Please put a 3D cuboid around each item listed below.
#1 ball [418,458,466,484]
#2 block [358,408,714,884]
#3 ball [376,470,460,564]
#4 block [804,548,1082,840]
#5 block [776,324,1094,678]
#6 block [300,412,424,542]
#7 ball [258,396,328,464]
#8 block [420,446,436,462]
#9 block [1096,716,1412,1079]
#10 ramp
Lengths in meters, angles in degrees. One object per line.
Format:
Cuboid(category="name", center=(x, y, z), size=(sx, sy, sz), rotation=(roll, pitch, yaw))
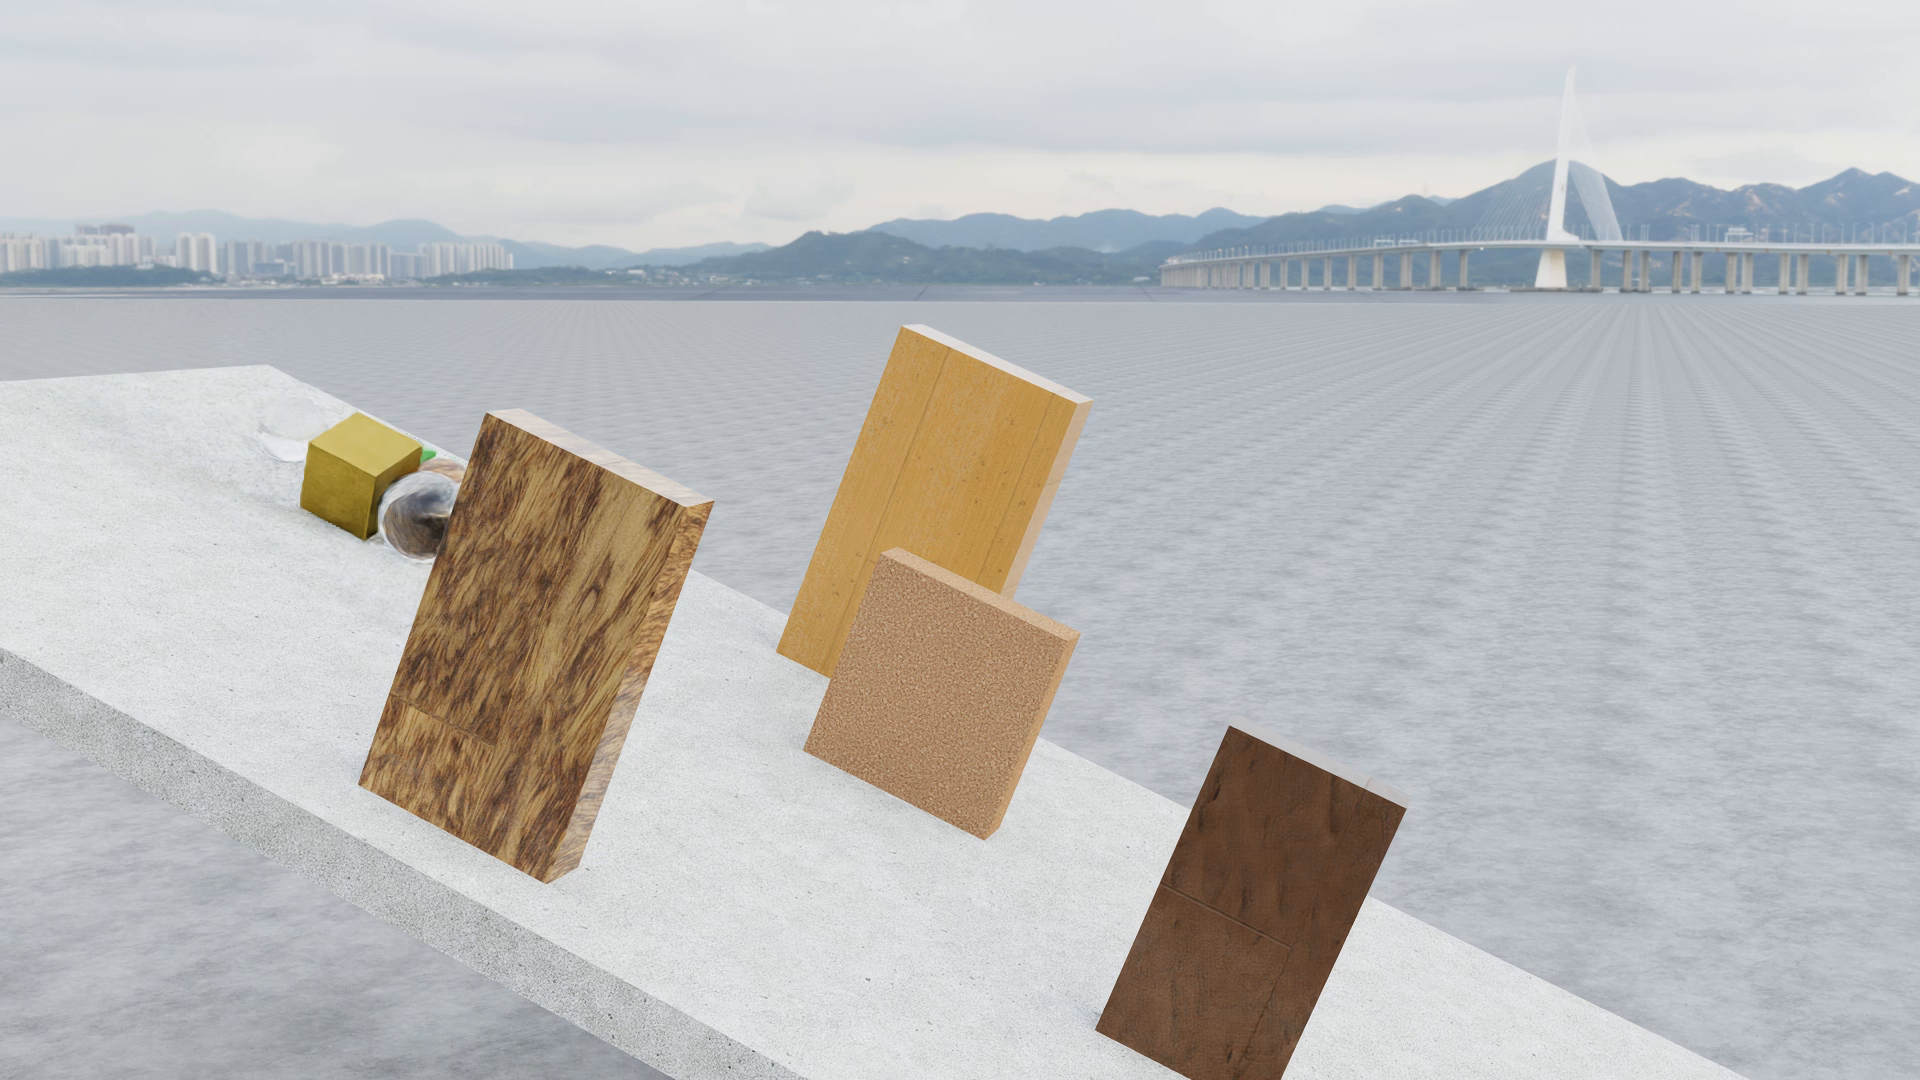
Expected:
Cuboid(category="ball", center=(-1.134, -0.097, 4.806), size=(0.166, 0.166, 0.166), rotation=(0, 7, 0))
Cuboid(category="block", center=(-0.665, 0.164, 3.427), size=(0.356, 0.644, 0.106), rotation=(25, 13, 13))
Cuboid(category="ball", center=(-1.112, -0.047, 4.573), size=(0.194, 0.194, 0.194), rotation=(0, 7, 0))
Cuboid(category="block", center=(-0.039, 0.302, 4.360), size=(0.410, 0.438, 0.107), rotation=(25, 13, 13))
Cuboid(category="block", center=(-0.060, -0.027, 4.872), size=(0.426, 0.791, 0.147), rotation=(25, 13, 13))
Cuboid(category="block", center=(-1.261, -0.135, 4.632), size=(0.167, 0.167, 0.167), rotation=(26, 33, 11))
Cuboid(category="ball", center=(-1.481, -0.245, 4.880), size=(0.149, 0.149, 0.149), rotation=(0, 7, 0))
Cuboid(category="block", center=(-1.264, -0.163, 4.890), size=(0.131, 0.131, 0.131), rotation=(22, 1, 1))
Cuboid(category="block", center=(0.478, 0.616, 3.612), size=(0.308, 0.575, 0.087), rotation=(25, 13, 13))
Cuboid(category="ramp", center=(-0.302, 0.534, 4.192), size=(4.000, 0.100, 2.000), rotation=(25, 13, 13))
